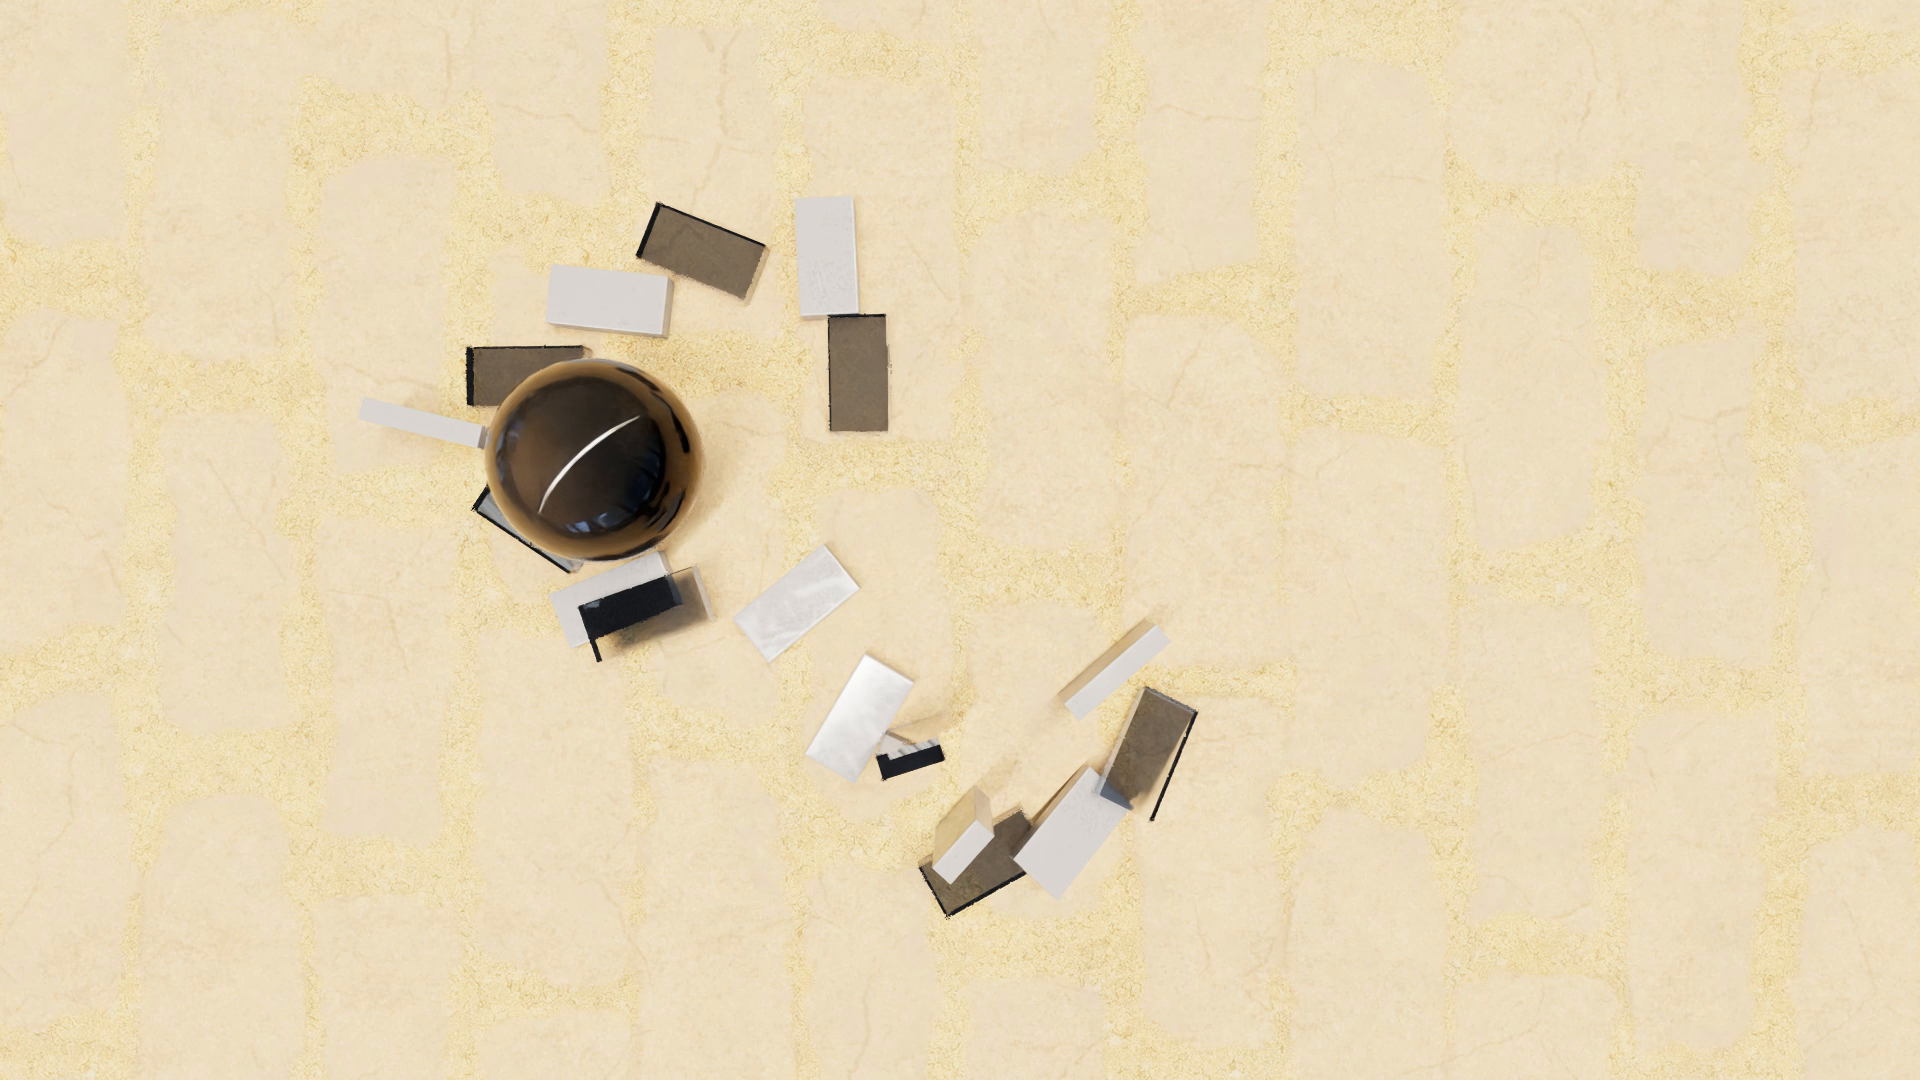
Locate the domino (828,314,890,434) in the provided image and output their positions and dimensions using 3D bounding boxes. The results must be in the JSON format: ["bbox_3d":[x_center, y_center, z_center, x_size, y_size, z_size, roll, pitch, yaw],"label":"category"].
[{"bbox_3d":[-0.044,-0.071,0.395,0.025,0.010,0.050,-1,90,0],"label":"domino"}]

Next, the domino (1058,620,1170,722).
[{"bbox_3d":[0.065,0.054,0.388,0.050,0.025,0.009,-41,90,0],"label":"domino"}]

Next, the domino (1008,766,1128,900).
[{"bbox_3d":[0.047,0.123,0.389,0.025,0.009,0.050,44,75,-1],"label":"domino"}]

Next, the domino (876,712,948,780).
[{"bbox_3d":[-0.019,0.084,0.375,0.025,0.050,0.010,-17,90,0],"label":"domino"}]

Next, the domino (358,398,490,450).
[{"bbox_3d":[-0.221,-0.048,0.388,0.050,0.025,0.010,14,90,0],"label":"domino"}]

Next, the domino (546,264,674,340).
[{"bbox_3d":[-0.151,-0.103,0.395,0.050,0.010,0.025,6,90,0],"label":"domino"}]

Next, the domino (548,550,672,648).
[{"bbox_3d":[-0.147,0.025,0.395,0.050,0.010,0.025,-22,90,0],"label":"domino"}]

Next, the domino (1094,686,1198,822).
[{"bbox_3d":[0.079,0.091,0.390,0.025,0.010,0.050,27,77,0],"label":"domino"}]

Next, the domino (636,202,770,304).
[{"bbox_3d":[-0.111,-0.124,0.395,0.050,0.009,0.025,22,90,0],"label":"domino"}]

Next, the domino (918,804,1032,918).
[{"bbox_3d":[0.010,0.138,0.395,0.050,0.009,0.025,-29,90,0],"label":"domino"}]

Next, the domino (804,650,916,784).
[{"bbox_3d":[-0.043,0.076,0.395,0.025,0.010,0.050,31,90,0],"label":"domino"}]

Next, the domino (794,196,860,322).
[{"bbox_3d":[-0.057,-0.121,0.395,0.025,0.010,0.050,-3,90,0],"label":"domino"}]

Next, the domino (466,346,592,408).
[{"bbox_3d":[-0.185,-0.070,0.395,0.050,0.009,0.025,-1,90,0],"label":"domino"}]

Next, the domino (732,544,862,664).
[{"bbox_3d":[-0.070,0.027,0.395,0.050,0.009,0.025,-39,90,0],"label":"domino"}]

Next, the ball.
[{"bbox_3d":[-0.142,-0.031,0.360,0.080,0.080,0.080,0,90,0],"label":"ball"}]

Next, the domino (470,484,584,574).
[{"bbox_3d":[-0.181,-0.010,0.395,0.050,0.010,0.025,34,90,0],"label":"domino"}]

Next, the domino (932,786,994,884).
[{"bbox_3d":[0.001,0.119,0.375,0.010,0.050,0.025,42,90,0],"label":"domino"}]

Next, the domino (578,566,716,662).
[{"bbox_3d":[-0.131,0.031,0.386,0.050,0.010,0.025,-19,90,0],"label":"domino"}]
